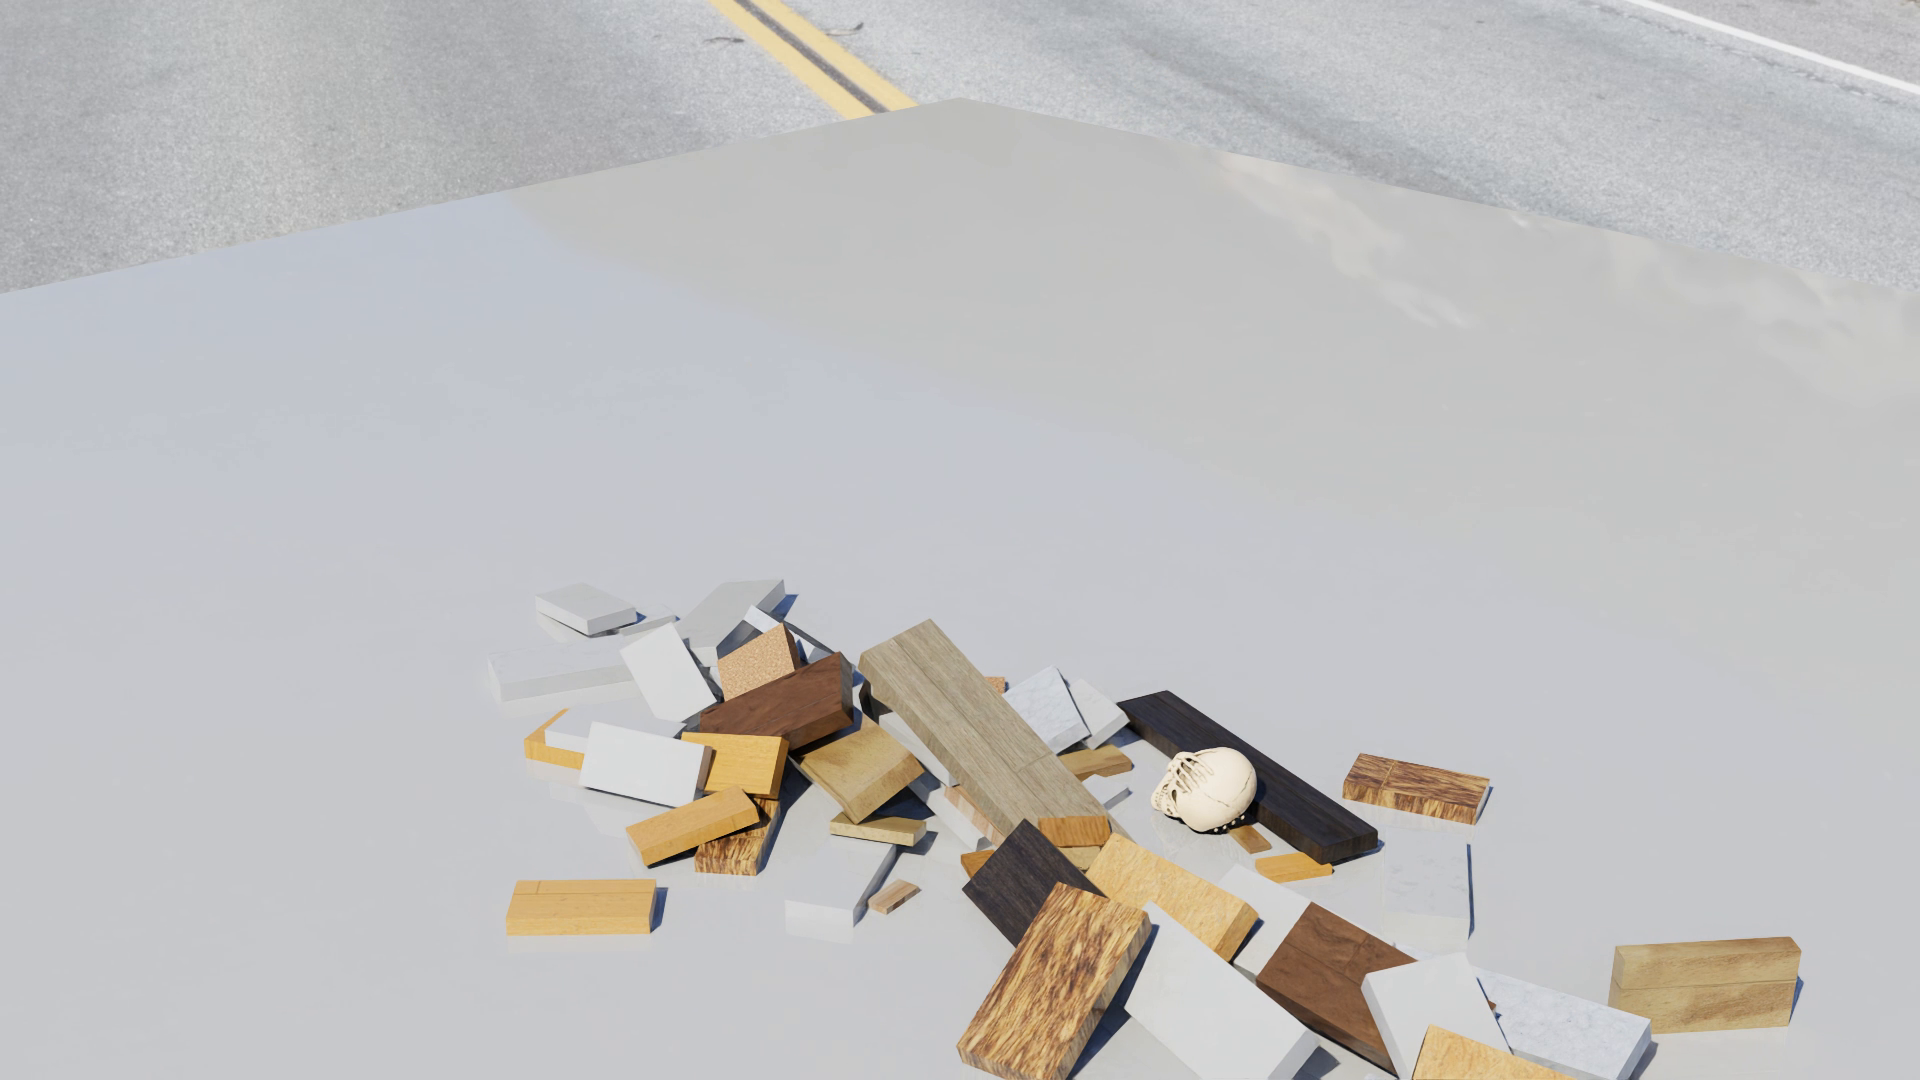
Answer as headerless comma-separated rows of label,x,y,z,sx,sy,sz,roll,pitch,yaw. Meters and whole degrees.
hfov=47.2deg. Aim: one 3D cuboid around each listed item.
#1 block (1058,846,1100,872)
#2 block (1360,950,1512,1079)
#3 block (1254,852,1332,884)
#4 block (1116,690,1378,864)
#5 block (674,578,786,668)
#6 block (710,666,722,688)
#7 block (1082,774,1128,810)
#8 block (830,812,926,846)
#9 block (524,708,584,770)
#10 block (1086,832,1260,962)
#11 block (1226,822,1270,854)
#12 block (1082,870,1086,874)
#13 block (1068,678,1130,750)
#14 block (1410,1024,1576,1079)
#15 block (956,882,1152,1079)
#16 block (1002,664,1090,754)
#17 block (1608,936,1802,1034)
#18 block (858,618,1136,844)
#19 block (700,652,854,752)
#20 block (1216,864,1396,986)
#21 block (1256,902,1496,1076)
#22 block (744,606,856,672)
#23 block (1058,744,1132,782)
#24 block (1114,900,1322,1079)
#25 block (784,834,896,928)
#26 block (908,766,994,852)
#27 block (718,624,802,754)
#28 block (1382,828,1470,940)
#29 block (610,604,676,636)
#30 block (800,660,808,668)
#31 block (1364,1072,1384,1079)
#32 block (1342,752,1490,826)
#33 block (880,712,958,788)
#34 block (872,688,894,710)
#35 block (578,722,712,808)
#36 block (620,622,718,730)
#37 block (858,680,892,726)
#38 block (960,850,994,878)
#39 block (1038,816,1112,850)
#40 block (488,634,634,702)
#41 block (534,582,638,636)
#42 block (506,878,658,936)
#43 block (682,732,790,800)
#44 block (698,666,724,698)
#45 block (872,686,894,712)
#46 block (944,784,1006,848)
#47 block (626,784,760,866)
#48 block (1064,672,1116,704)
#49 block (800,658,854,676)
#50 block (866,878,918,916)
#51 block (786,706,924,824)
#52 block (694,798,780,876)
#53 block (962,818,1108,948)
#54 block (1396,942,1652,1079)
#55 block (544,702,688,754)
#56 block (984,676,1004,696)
block,0.219,0.604,4.147,0.098,0.014,0.049,0,49,-14
block,0.790,0.837,3.515,0.173,0.049,0.346,-11,52,-12
block,0.644,0.632,4.248,0.132,0.019,0.066,-6,24,-14
block,0.578,0.479,4.557,0.136,0.039,0.734,-12,24,-26
block,-0.560,0.192,5.140,0.157,0.045,0.529,-4,15,13
block,-0.463,0.332,4.867,0.092,0.026,0.184,-19,48,-39
block,0.259,0.532,4.475,0.086,0.024,0.172,17,28,35
block,-0.160,0.564,4.315,0.172,0.024,0.086,7,11,15
block,-0.747,0.438,4.671,0.315,0.045,0.158,9,25,21
block,0.354,0.669,3.949,0.354,0.050,0.177,22,73,50
block,0.571,0.590,4.354,0.046,0.013,0.093,-9,25,-21
block,0.266,0.660,4.116,0.098,0.014,0.049,25,51,1
block,0.272,0.374,4.737,0.103,0.029,0.206,-37,28,-9
block,0.868,0.896,3.406,0.346,0.049,0.173,19,52,13
block,0.163,0.757,3.727,0.179,0.051,0.358,14,51,30
block,0.183,0.375,4.746,0.137,0.039,0.274,-31,25,3
block,1.270,0.764,3.763,0.309,0.154,0.044,-2,23,-5
block,0.068,0.422,4.320,0.179,0.051,0.651,-26,59,-32
block,-0.383,0.370,4.566,0.343,0.049,0.171,-24,38,16
block,0.573,0.712,3.866,0.354,0.050,0.177,23,57,42
block,0.694,0.767,3.680,0.354,0.050,0.177,27,60,28
block,-0.365,0.233,5.002,0.136,0.039,0.272,29,0,-42
block,0.264,0.474,4.613,0.172,0.024,0.086,-11,25,-25
block,0.405,0.788,3.710,0.173,0.049,0.442,-50,37,-5
block,-0.225,0.644,4.196,0.133,0.038,0.265,6,24,15
block,0.001,0.510,4.420,0.135,0.038,0.269,-18,45,-36
block,-0.414,0.337,4.709,0.171,0.049,0.343,-31,37,7
block,0.884,0.649,4.176,0.154,0.044,0.309,4,23,10
block,-0.765,0.193,5.279,0.148,0.021,0.074,-16,28,-32
block,-0.392,0.284,4.856,0.088,0.025,0.176,-15,25,-38
block,0.699,0.905,3.569,0.093,0.046,0.013,20,30,39
block,0.936,0.510,4.511,0.272,0.039,0.136,10,25,22
block,-0.038,0.411,4.465,0.135,0.038,0.269,-14,27,-30
block,-0.094,0.330,4.513,0.084,0.024,0.168,-18,29,-36
block,-0.644,0.462,4.501,0.266,0.133,0.038,10,-6,21
block,-0.635,0.307,4.816,0.131,0.037,0.262,-30,51,-8
block,-0.133,0.396,4.714,0.137,0.039,0.274,18,19,-16
block,0.053,0.640,4.227,0.067,0.019,0.133,-7,24,-16
block,0.220,0.559,4.185,0.133,0.019,0.067,0,49,-14
block,-0.906,0.290,5.020,0.315,0.045,0.158,-9,24,-20
block,-0.901,0.164,5.289,0.131,0.037,0.262,-17,22,-35
block,-0.704,0.684,4.100,0.262,0.037,0.131,0,23,-1
block,-0.470,0.459,4.485,0.239,0.120,0.034,0,-22,27
block,-0.559,0.299,4.962,0.184,0.026,0.092,21,32,36
block,-0.106,0.333,4.567,0.084,0.024,0.168,-14,27,-30
block,0.106,0.549,4.328,0.135,0.038,0.269,-18,45,-36
block,-0.527,0.560,4.326,0.239,0.034,0.120,-20,22,-17
block,0.278,0.362,4.853,0.103,0.029,0.206,-14,25,-11
block,-0.346,0.305,5.008,0.184,0.026,0.092,8,24,17
block,-0.127,0.674,4.155,0.049,0.014,0.098,16,28,34
block,-0.221,0.447,4.466,0.171,0.049,0.390,-37,23,-11
block,-0.438,0.583,4.344,0.120,0.034,0.239,3,23,7
block,0.157,0.665,3.991,0.179,0.051,0.358,-48,34,-2
block,0.883,0.798,3.719,0.524,0.044,0.154,12,37,35
block,-0.723,0.410,4.631,0.266,0.038,0.133,9,25,20
block,0.027,0.333,4.948,0.149,0.021,0.074,0,23,1
